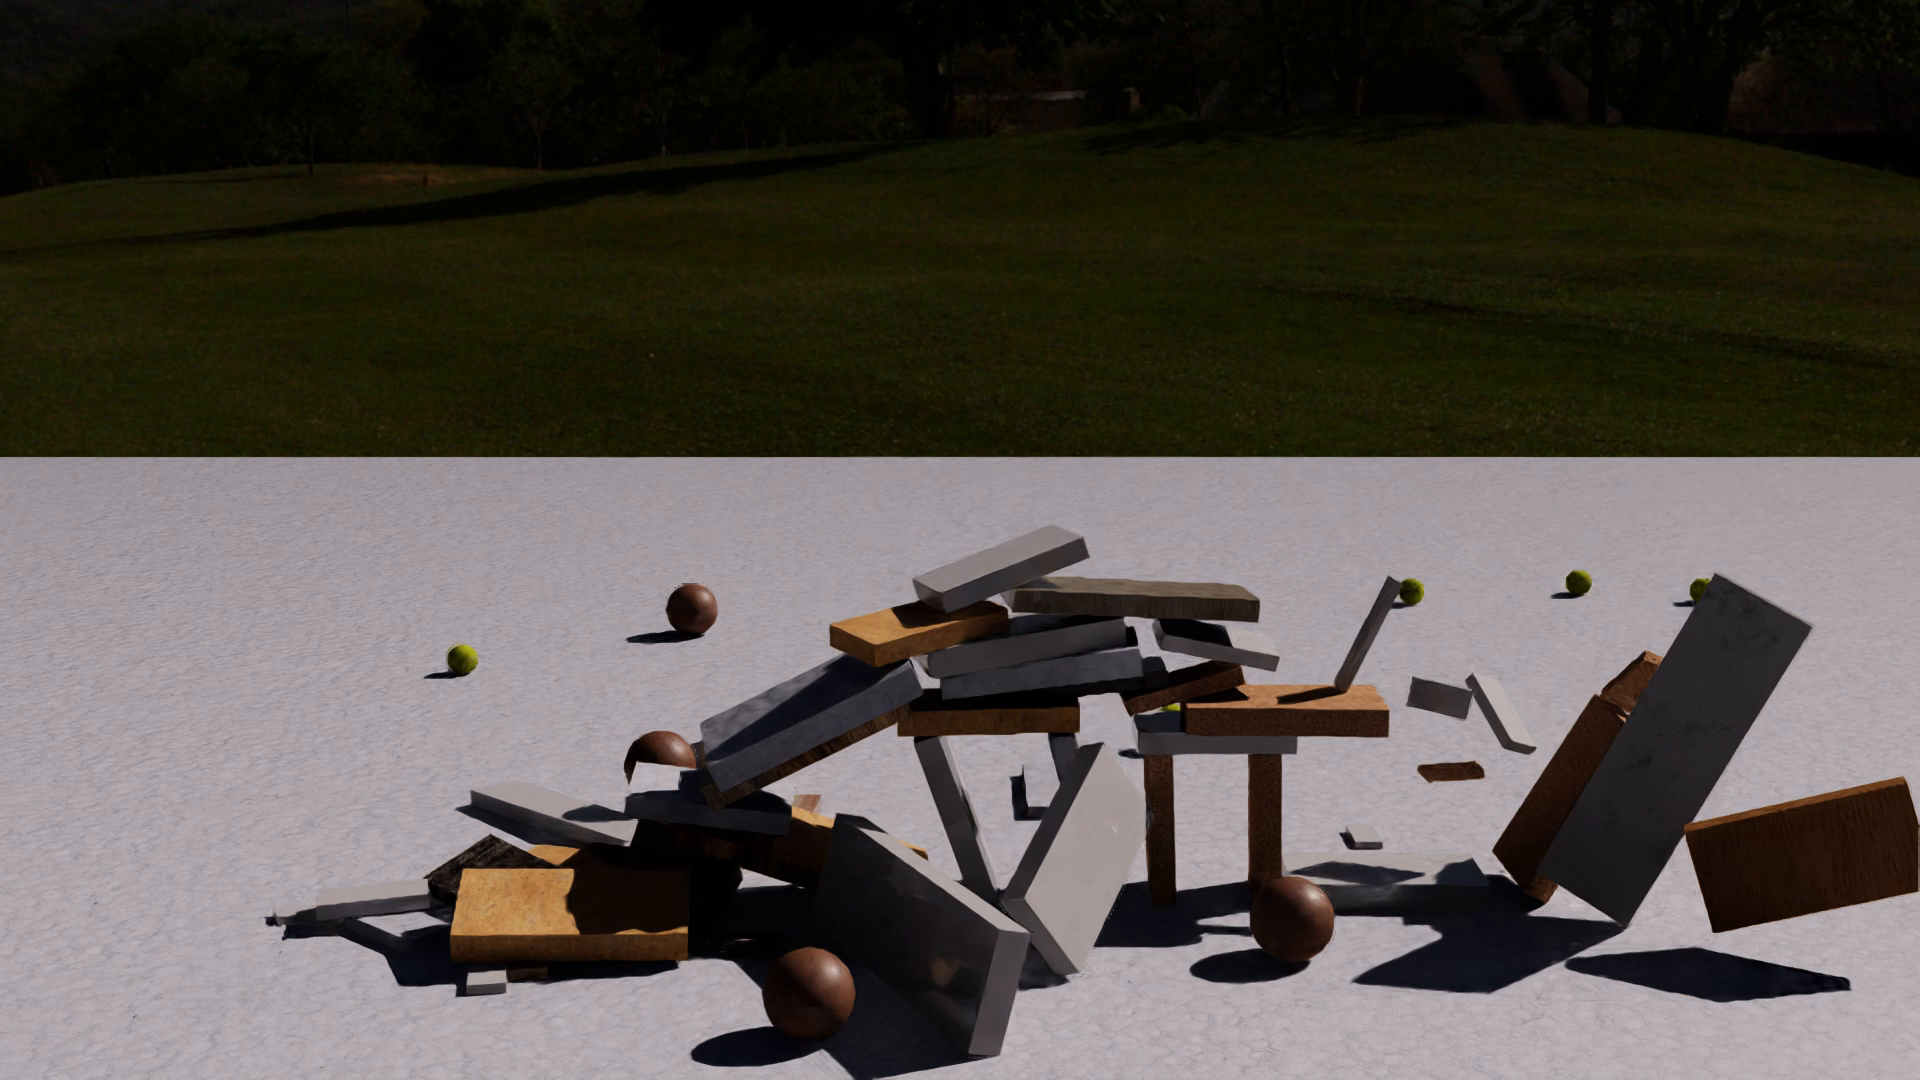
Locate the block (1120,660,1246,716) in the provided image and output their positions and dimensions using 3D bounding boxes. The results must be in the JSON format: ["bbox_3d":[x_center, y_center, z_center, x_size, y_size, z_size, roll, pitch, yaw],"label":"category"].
[{"bbox_3d":[0.364,0.239,3.616,0.196,0.028,0.098,-15,10,0],"label":"block"}]

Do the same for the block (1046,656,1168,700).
[{"bbox_3d":[0.240,0.227,3.624,0.196,0.028,0.098,-7,10,1],"label":"block"}]

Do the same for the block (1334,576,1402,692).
[{"bbox_3d":[0.673,0.155,3.630,0.014,0.201,0.049,26,7,-5],"label":"block"}]

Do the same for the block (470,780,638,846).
[{"bbox_3d":[-0.704,0.504,3.993,0.104,0.029,0.515,-8,11,-44],"label":"block"}]

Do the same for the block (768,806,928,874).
[{"bbox_3d":[-0.184,0.518,3.642,0.266,0.038,0.133,19,17,-10],"label":"block"}]

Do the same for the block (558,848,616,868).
[{"bbox_3d":[-0.595,0.542,3.564,0.116,0.016,0.058,23,46,40],"label":"block"}]

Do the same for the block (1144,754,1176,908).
[{"bbox_3d":[0.331,0.462,3.645,0.037,0.258,0.129,-2,10,0],"label":"block"}]

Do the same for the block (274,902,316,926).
[{"bbox_3d":[-1.054,0.602,3.562,0.104,0.015,0.052,-5,12,-24],"label":"block"}]

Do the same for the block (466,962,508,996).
[{"bbox_3d":[-0.708,0.651,3.294,0.057,0.016,0.114,-2,11,-10],"label":"block"}]

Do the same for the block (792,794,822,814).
[{"bbox_3d":[-0.319,0.509,4.022,0.104,0.029,0.208,1,11,5],"label":"block"}]

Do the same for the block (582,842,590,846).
[{"bbox_3d":[-0.628,0.533,3.938,0.090,0.013,0.045,-7,11,-37],"label":"block"}]

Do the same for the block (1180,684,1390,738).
[{"bbox_3d":[0.528,0.278,3.603,0.322,0.046,0.161,0,10,2],"label":"block"}]

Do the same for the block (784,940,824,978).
[{"bbox_3d":[-0.237,0.632,3.326,0.057,0.016,0.114,4,9,-5],"label":"block"}]

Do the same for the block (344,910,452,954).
[{"bbox_3d":[-0.888,0.613,3.481,0.173,0.024,0.086,9,14,41],"label":"block"}]

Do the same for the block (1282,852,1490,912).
[{"bbox_3d":[0.703,0.568,3.660,0.322,0.046,0.161,0,11,1],"label":"block"}]

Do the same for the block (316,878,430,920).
[{"bbox_3d":[-0.943,0.577,3.534,0.173,0.024,0.086,-4,9,-14],"label":"block"}]

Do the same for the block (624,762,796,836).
[{"bbox_3d":[-0.408,0.424,3.610,0.266,0.038,0.133,7,18,-3],"label":"block"}]

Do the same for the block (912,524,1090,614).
[{"bbox_3d":[0.066,0.046,3.577,0.259,0.037,0.130,-21,16,-17],"label":"block"}]

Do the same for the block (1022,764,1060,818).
[{"bbox_3d":[0.167,0.478,4.205,0.086,0.024,0.280,0,11,0],"label":"block"}]

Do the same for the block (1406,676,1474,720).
[{"bbox_3d":[0.783,0.257,3.591,0.098,0.049,0.014,13,9,12],"label":"block"}]

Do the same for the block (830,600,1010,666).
[{"bbox_3d":[-0.064,0.140,3.525,0.259,0.037,0.130,-14,21,-34],"label":"block"}]

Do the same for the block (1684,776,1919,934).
[{"bbox_3d":[1.295,0.483,3.361,0.329,0.164,0.047,-16,2,18],"label":"block"}]

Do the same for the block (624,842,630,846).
[{"bbox_3d":[-0.490,0.529,3.720,0.153,0.022,0.076,-3,11,-11],"label":"block"}]

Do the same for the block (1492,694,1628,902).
[{"bbox_3d":[1.015,0.428,3.655,0.046,0.322,0.161,27,12,-13],"label":"block"}]

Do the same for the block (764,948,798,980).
[{"bbox_3d":[-0.265,0.644,3.346,0.045,0.013,0.090,-3,11,-17],"label":"block"}]

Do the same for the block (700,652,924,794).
[{"bbox_3d":[-0.239,0.269,3.503,0.353,0.050,0.176,-26,21,-1],"label":"block"}]

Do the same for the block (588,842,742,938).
[{"bbox_3d":[-0.503,0.564,3.557,0.269,0.038,0.135,4,36,21],"label":"block"}]

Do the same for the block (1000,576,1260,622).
[{"bbox_3d":[0.277,0.095,3.603,0.405,0.037,0.130,3,10,-9],"label":"block"}]

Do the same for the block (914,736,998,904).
[{"bbox_3d":[-0.006,0.446,3.643,0.042,0.294,0.147,-19,10,3],"label":"block"}]

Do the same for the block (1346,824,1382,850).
[{"bbox_3d":[0.724,0.532,3.943,0.048,0.014,0.096,0,11,-1],"label":"block"}]

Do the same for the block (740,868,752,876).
[{"bbox_3d":[-0.416,0.564,3.747,0.076,0.022,0.156,5,12,24],"label":"block"}]

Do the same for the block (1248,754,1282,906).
[{"bbox_3d":[0.505,0.462,3.646,0.037,0.258,0.129,-1,10,0],"label":"block"}]

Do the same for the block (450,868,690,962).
[{"bbox_3d":[-0.596,0.577,3.395,0.353,0.050,0.176,1,25,-6],"label":"block"}]

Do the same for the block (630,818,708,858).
[{"bbox_3d":[-0.467,0.510,3.648,0.153,0.077,0.022,18,18,-9],"label":"block"}]

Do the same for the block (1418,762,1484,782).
[{"bbox_3d":[0.819,0.386,3.666,0.098,0.014,0.049,-7,-27,30],"label":"block"}]

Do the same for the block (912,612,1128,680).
[{"bbox_3d":[0.093,0.161,3.586,0.324,0.046,0.162,-9,10,-11],"label":"block"}]

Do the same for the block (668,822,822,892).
[{"bbox_3d":[-0.345,0.497,3.635,0.266,0.038,0.133,19,17,-10],"label":"block"}]

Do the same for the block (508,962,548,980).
[{"bbox_3d":[-0.660,0.640,3.354,0.058,0.016,0.116,-2,11,-11],"label":"block"}]

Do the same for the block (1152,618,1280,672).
[{"bbox_3d":[0.420,0.168,3.621,0.196,0.028,0.098,11,18,-7],"label":"block"}]

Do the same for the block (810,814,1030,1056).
[{"bbox_3d":[-0.071,0.572,3.262,0.050,0.176,0.577,12,4,-27],"label":"block"}]

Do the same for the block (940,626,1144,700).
[{"bbox_3d":[0.131,0.201,3.599,0.324,0.046,0.162,-7,10,2],"label":"block"}]

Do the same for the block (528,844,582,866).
[{"bbox_3d":[-0.621,0.564,3.704,0.269,0.038,0.135,3,11,18],"label":"block"}]

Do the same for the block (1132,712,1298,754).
[{"bbox_3d":[0.416,0.317,3.619,0.258,0.037,0.129,0,10,0],"label":"block"}]

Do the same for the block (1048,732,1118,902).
[{"bbox_3d":[0.201,0.444,3.643,0.042,0.294,0.147,-15,10,3],"label":"block"}]

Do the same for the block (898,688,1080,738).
[{"bbox_3d":[0.046,0.280,3.613,0.294,0.042,0.147,-2,10,0],"label":"block"}]

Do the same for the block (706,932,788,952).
[{"bbox_3d":[-0.330,0.622,3.410,0.114,0.016,0.057,-2,3,14],"label":"block"}]

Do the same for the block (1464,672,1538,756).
[{"bbox_3d":[0.909,0.292,3.695,0.073,0.021,0.146,16,39,-40],"label":"block"}]

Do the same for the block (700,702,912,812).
[{"bbox_3d":[-0.252,0.312,3.577,0.356,0.046,0.162,-26,19,4],"label":"block"}]

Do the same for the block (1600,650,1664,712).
[{"bbox_3d":[1.145,0.242,3.691,0.073,0.146,0.021,25,55,-1],"label":"block"}]

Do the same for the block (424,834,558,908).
[{"bbox_3d":[-0.748,0.563,3.584,0.135,0.038,0.269,-33,28,-32],"label":"block"}]

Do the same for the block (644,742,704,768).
[{"bbox_3d":[-0.520,0.436,4.416,0.104,0.029,0.208,10,15,44],"label":"block"}]

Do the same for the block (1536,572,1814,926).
[{"bbox_3d":[1.128,0.333,3.483,0.164,0.556,0.047,33,13,22],"label":"block"}]

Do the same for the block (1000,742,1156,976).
[{"bbox_3d":[0.185,0.486,3.374,0.047,0.164,0.328,-13,32,39],"label":"block"}]
